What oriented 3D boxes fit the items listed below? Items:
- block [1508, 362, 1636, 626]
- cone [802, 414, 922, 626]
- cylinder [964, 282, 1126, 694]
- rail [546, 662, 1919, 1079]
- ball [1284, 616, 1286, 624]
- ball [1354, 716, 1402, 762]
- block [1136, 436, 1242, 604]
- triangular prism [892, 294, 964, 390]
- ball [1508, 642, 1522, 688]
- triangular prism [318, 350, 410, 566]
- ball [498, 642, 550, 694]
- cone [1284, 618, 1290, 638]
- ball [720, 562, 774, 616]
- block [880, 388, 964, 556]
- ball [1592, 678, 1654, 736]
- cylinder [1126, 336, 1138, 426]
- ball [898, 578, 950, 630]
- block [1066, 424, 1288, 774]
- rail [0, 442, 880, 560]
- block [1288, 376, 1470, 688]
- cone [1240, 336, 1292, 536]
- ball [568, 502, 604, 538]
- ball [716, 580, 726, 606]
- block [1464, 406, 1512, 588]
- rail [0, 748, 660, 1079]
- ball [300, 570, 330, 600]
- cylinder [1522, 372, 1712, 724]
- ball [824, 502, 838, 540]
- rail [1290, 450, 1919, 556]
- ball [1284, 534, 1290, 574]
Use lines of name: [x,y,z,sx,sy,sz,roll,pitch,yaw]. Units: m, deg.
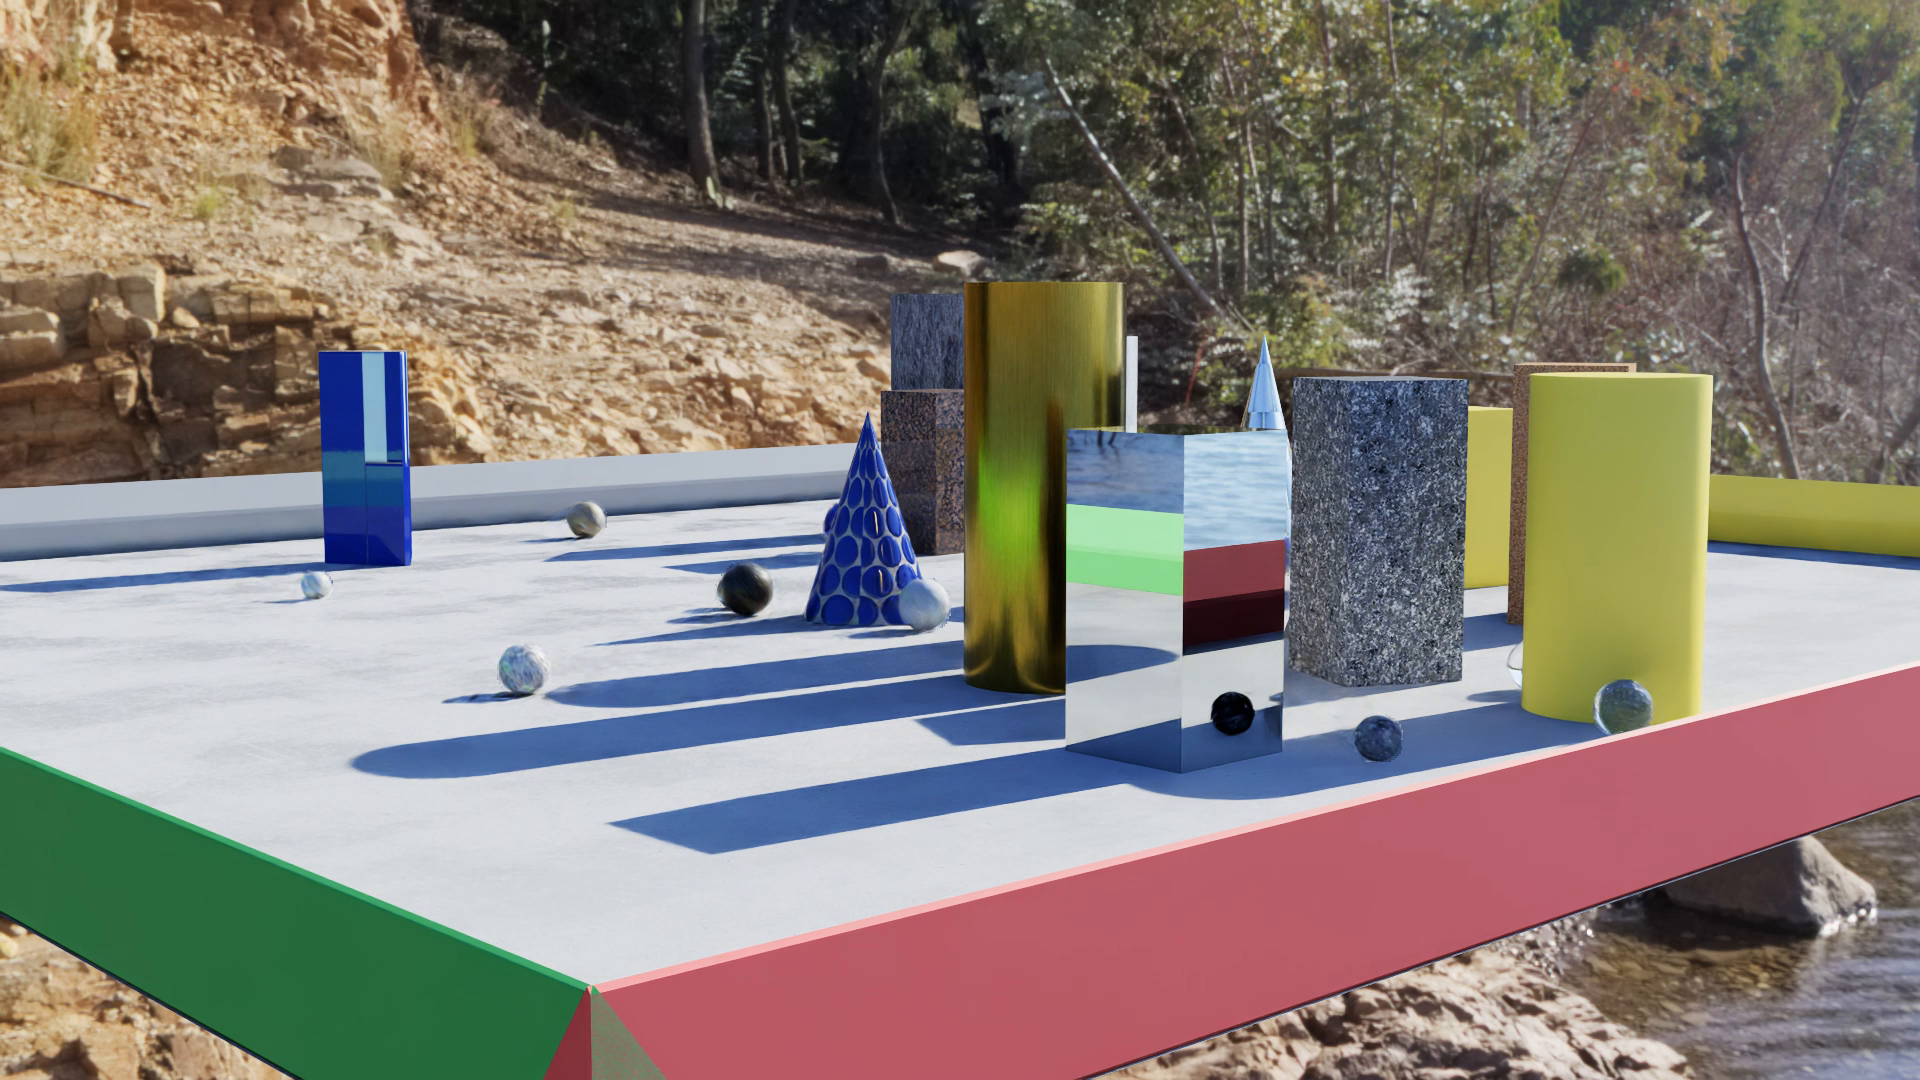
block: [0.875,-0.067,3.141,0.154,0.366,0.154,2,6,20]
cone: [-0.132,-0.037,3.171,0.193,0.299,0.193,0,6,0]
cylinder: [0.101,-0.067,2.620,0.193,0.475,0.193,0,6,0]
rail: [1.053,0.152,2.197,3.382,0.125,0.045,-6,8,-42]
ball: [0.412,0.108,2.966,0.054,0.054,0.054,0,6,0]
ball: [0.412,0.196,2.170,0.046,0.046,0.046,0,6,0]
block: [0.334,-0.035,3.428,0.154,0.242,0.154,4,7,35]
triangular prism: [-0.081,-0.255,4.409,0.167,0.474,0.145,-2,6,-21]
ball: [0.671,0.146,2.566,0.062,0.062,0.062,0,6,0]
triangular prism: [-1.018,-0.149,3.895,0.167,0.371,0.145,2,6,17]
ball: [-0.505,0.149,2.551,0.060,0.060,0.060,0,6,0]
cone: [0.538,-0.021,2.980,0.193,0.307,0.193,0,6,0]
ball: [-0.310,0.071,3.204,0.077,0.077,0.077,0,6,0]
block: [-0.038,-0.129,4.072,0.154,0.294,0.154,-5,8,-42]
ball: [0.692,0.175,2.293,0.061,0.061,0.061,0,6,0]
cylinder: [0.138,-0.066,2.930,0.193,0.408,0.193,0,6,0]
ball: [-0.051,0.090,3.053,0.072,0.072,0.072,0,6,0]
block: [0.216,0.052,2.204,0.154,0.325,0.154,-6,8,-43]
rail: [-1.053,-0.087,4.467,3.382,0.125,0.045,-6,8,-42]
block: [0.506,-0.015,2.672,0.154,0.361,0.154,-2,6,-17]
cone: [0.549,-0.174,3.988,0.193,0.401,0.193,0,6,0]
ball: [-0.729,-0.040,4.289,0.072,0.072,0.072,0,6,0]
ball: [-0.338,0.076,3.286,0.051,0.051,0.051,0,6,0]
block: [0.801,-0.072,3.581,0.154,0.284,0.154,-4,7,-31]
rail: [-1.225,0.151,2.207,0.045,0.125,3.154,-6,8,-42]
ball: [-0.991,0.069,3.383,0.044,0.044,0.044,0,6,0]
cylinder: [0.726,0.004,2.436,0.193,0.372,0.193,0,6,0]
ball: [-0.204,-0.026,4.045,0.095,0.095,0.095,0,6,0]
rail: [1.225,-0.086,4.457,0.045,0.125,3.154,-6,8,-42]
ball: [0.497,0.021,3.587,0.096,0.096,0.096,0,6,0]
